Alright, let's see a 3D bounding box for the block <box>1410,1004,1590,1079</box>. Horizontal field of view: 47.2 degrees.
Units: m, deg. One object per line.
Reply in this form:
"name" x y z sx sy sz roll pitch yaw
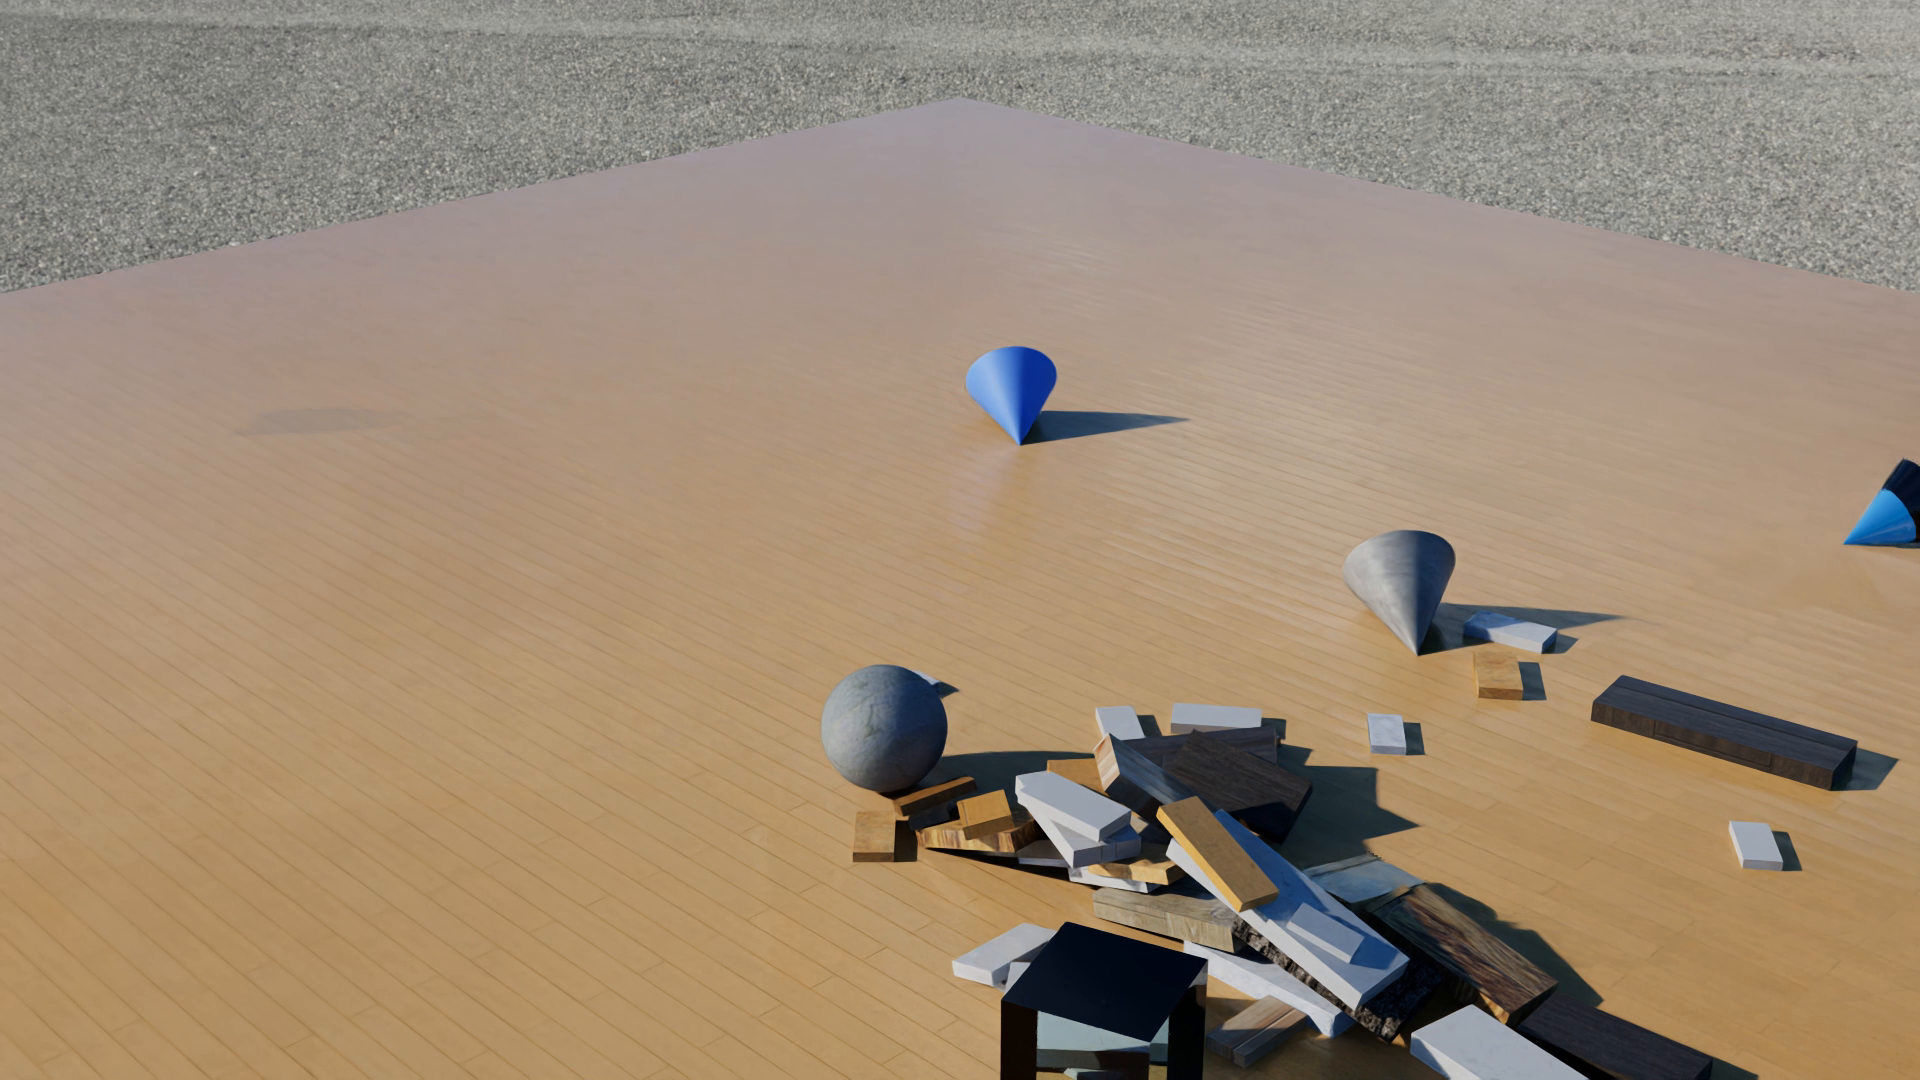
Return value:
"block" 0.886 0.862 3.568 0.143 0.040 0.285 -15 27 -32

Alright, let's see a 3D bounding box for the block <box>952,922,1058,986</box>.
"block" 0.088 0.742 3.942 0.095 0.027 0.191 5 18 44

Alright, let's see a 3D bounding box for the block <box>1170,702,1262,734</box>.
"block" 0.559 0.395 4.795 0.193 0.027 0.096 4 23 8

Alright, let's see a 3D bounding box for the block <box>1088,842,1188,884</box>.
"block" 0.342 0.595 4.071 0.102 0.029 0.203 -21 13 -40

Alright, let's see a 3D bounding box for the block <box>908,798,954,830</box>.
"block" -0.057 0.538 4.375 0.080 0.023 0.159 -18 5 4

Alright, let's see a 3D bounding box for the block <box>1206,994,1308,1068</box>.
"block" 0.506 0.838 3.755 0.169 0.024 0.085 -21 31 -40

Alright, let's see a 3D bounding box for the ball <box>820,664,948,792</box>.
"ball" -0.156 0.386 4.516 0.261 0.261 0.261 0 23 0

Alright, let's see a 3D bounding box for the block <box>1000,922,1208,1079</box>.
"block" 0.231 0.811 3.530 0.250 0.250 0.250 11 25 24

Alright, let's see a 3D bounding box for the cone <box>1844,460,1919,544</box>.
"cone" 2.408 -0.046 5.730 0.243 0.243 0.243 -28 25 1

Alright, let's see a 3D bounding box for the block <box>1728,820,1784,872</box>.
"block" 1.562 0.600 4.319 0.074 0.021 0.148 3 23 8

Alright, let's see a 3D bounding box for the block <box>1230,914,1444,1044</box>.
"block" 0.654 0.720 3.823 0.332 0.047 0.166 33 39 25

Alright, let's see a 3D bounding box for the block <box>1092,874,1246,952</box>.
"block" 0.422 0.669 4.032 0.166 0.047 0.332 -21 18 -41

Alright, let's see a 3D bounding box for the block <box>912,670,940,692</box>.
"block" -0.133 0.340 4.931 0.165 0.023 0.082 -20 30 -39

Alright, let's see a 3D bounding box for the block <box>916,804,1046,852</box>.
"block" 0.054 0.556 4.266 0.136 0.039 0.273 -22 11 -41

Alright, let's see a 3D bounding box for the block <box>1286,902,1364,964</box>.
"block" 0.624 0.670 3.754 0.120 0.017 0.060 28 38 19

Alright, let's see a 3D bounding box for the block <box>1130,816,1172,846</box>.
"block" 0.350 0.590 4.306 0.076 0.022 0.276 -41 41 -24

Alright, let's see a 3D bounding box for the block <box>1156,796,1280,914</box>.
"block" 0.450 0.548 3.853 0.085 0.024 0.248 -11 43 -32

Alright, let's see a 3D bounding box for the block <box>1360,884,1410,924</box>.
"block" 0.764 0.670 3.970 0.120 0.060 0.017 -19 41 -39

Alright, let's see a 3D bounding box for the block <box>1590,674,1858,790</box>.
"block" 1.640 0.410 4.734 0.517 0.047 0.166 17 28 34

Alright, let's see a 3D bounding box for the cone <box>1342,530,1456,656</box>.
"cone" 1.061 0.167 5.210 0.272 0.272 0.272 -1 50 -1

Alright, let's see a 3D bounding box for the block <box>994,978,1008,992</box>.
"block" 0.191 0.816 3.816 0.320 0.017 0.060 20 30 39

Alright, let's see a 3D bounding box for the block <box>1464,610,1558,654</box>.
"block" 1.305 0.217 5.215 0.193 0.027 0.096 15 27 32

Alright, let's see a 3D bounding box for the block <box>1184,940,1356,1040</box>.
"block" 0.579 0.761 3.906 0.166 0.047 0.332 -21 31 -40

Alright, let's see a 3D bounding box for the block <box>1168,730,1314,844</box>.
"block" 0.554 0.492 4.400 0.268 0.038 0.134 23 65 25

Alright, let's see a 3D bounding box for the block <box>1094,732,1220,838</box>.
"block" 0.408 0.513 4.241 0.331 0.047 0.166 35 16 -17

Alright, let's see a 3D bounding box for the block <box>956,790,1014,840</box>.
"block" 0.048 0.529 4.234 0.095 0.027 0.191 -15 9 -1

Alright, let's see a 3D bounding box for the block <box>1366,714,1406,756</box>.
"block" 0.920 0.419 4.747 0.074 0.021 0.148 3 23 6

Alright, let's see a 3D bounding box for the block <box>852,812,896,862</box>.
"block" -0.168 0.586 4.350 0.080 0.023 0.159 0 23 0

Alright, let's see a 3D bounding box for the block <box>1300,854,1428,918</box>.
"block" 0.730 0.638 4.040 0.134 0.038 0.268 23 17 39

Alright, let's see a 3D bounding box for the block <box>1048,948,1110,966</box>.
"block" 0.241 0.781 3.889 0.085 0.024 0.169 -18 29 -36

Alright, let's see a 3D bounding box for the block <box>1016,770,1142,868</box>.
"block" 0.220 0.519 4.147 0.136 0.039 0.273 -8 27 -20

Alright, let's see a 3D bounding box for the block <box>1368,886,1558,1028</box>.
"block" 0.885 0.736 3.886 0.152 0.043 0.303 -17 40 -40

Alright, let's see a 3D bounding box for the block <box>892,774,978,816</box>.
"block" -0.050 0.510 4.394 0.159 0.023 0.080 -19 5 -12

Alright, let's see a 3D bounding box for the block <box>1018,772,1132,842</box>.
"block" 0.211 0.492 4.063 0.191 0.027 0.095 22 32 36

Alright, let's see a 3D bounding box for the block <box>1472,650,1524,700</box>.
"block" 1.223 0.307 5.002 0.096 0.027 0.193 3 23 8

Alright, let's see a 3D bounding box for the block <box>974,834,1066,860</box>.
"block" 0.166 0.570 4.251 0.273 0.039 0.136 -6 13 47

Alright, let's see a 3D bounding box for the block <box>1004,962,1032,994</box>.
"block" 0.226 0.791 3.793 0.293 0.038 0.134 0 27 9

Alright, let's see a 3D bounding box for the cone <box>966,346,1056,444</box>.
"cone" 0.164 -0.378 6.496 0.272 0.272 0.272 -2 50 -5

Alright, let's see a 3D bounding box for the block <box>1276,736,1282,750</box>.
"block" 0.607 0.447 4.645 0.082 0.023 0.165 4 17 31

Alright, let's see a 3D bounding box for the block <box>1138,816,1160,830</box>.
"block" 0.441 0.564 4.397 0.191 0.027 0.095 -17 28 -34

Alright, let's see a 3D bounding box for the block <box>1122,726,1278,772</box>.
"block" 0.487 0.460 4.540 0.331 0.047 0.166 -7 24 9

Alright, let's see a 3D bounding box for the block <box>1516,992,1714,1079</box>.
"block" 1.093 0.859 3.684 0.285 0.040 0.143 19 29 37

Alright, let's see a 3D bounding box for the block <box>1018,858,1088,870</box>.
"block" 0.215 0.596 4.231 0.102 0.029 0.203 -21 11 -40

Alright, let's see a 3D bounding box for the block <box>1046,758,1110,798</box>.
"block" 0.228 0.476 4.160 0.095 0.027 0.191 -1 26 -8

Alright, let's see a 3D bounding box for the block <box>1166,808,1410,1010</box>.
"block" 0.567 0.637 3.828 0.143 0.040 0.432 -23 50 -41

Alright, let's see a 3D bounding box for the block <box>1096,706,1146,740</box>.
"block" 0.348 0.409 4.766 0.082 0.023 0.165 -2 23 -6

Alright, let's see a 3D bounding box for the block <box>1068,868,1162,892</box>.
"block" 0.311 0.620 4.138 0.102 0.029 0.203 -21 13 -39
